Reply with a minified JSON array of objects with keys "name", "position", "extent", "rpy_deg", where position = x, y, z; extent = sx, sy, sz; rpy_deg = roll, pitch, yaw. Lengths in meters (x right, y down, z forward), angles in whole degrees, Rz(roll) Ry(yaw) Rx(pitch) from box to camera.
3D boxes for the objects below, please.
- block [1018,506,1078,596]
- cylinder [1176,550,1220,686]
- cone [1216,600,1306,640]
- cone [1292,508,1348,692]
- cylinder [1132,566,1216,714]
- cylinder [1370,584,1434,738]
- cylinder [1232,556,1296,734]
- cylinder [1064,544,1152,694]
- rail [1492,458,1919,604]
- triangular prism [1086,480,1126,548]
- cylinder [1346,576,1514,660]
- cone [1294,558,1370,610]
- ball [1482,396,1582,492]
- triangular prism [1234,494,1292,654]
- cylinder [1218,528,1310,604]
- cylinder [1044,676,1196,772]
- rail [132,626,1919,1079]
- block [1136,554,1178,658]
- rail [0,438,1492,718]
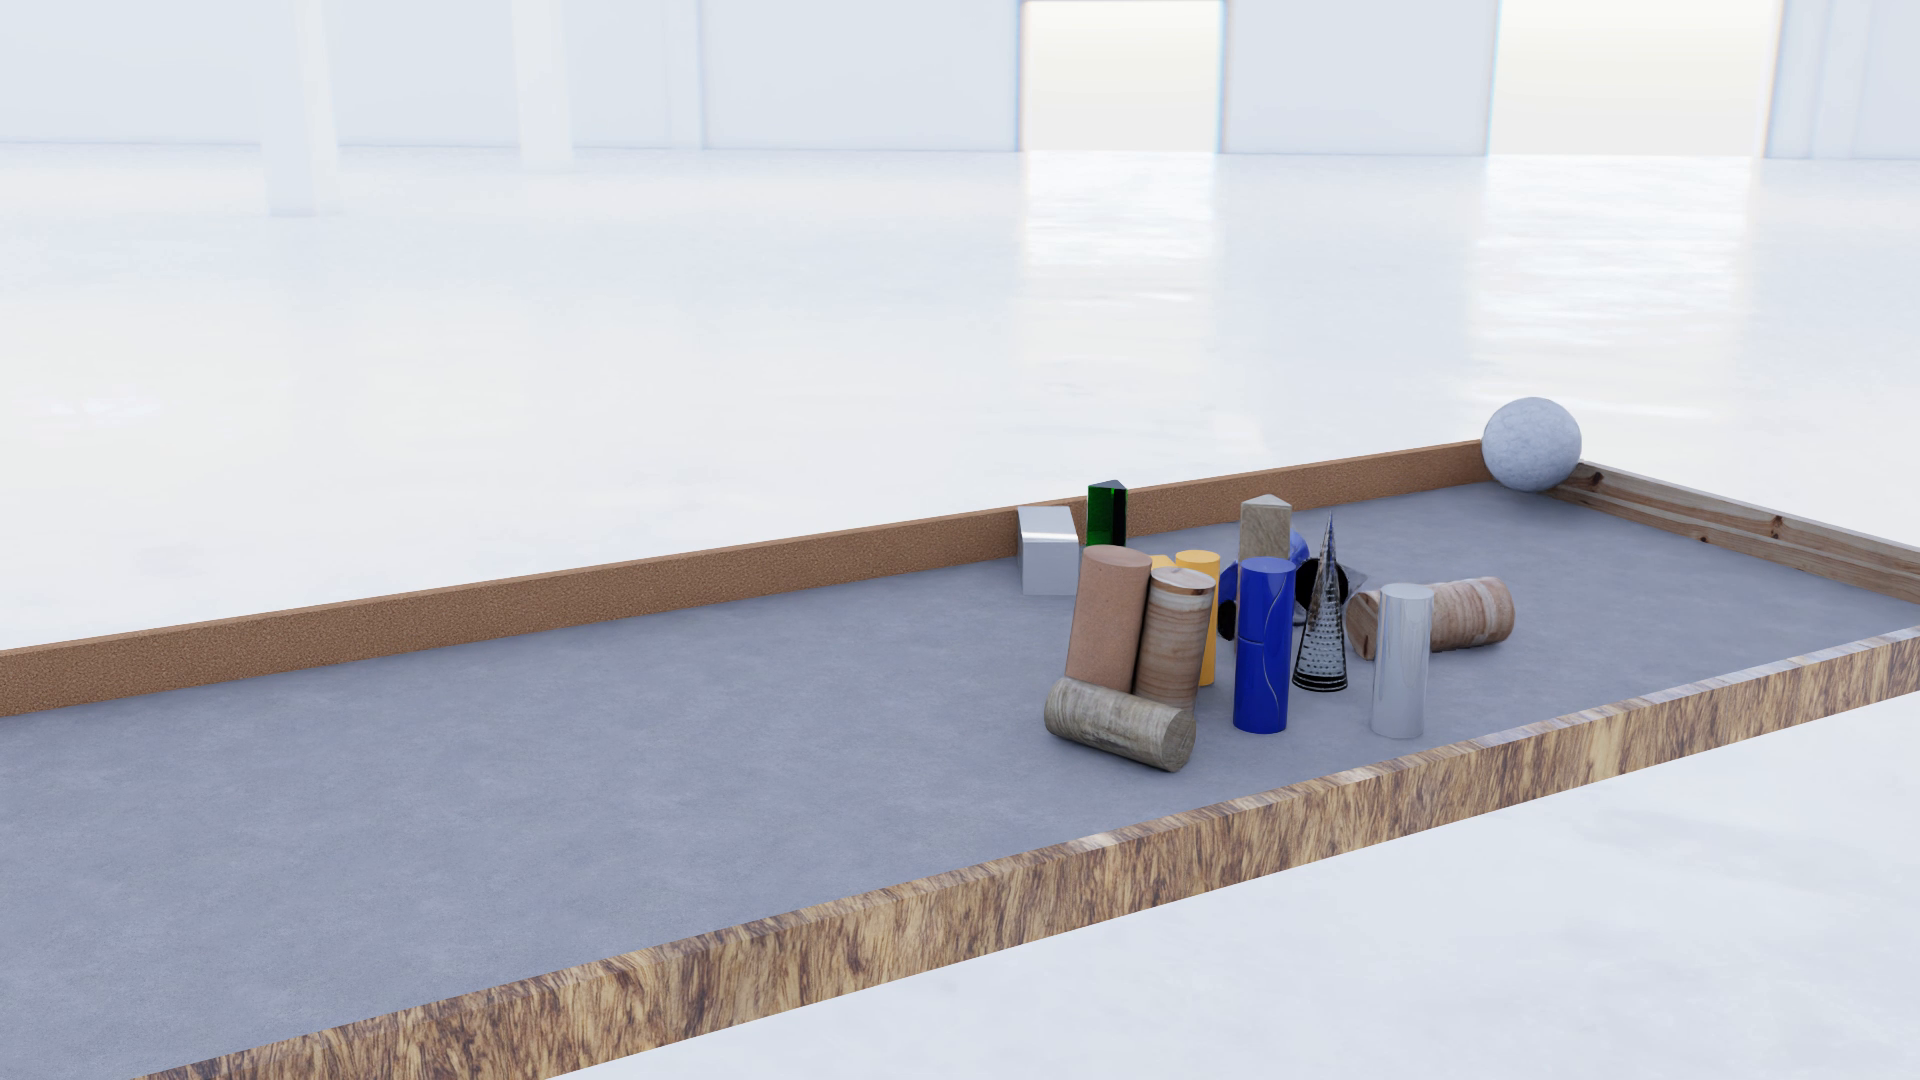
[{"name":"block","position":[0.261,0.028,4.973],"extent":[0.161,0.161,0.395],"rpy_deg":[0,16,0]},{"name":"cylinder","position":[0.588,0.195,4.120],"extent":[0.109,0.322,0.109],"rpy_deg":[0,16,0]},{"name":"cone","position":[0.882,0.218,4.516],"extent":[0.363,0.111,0.111],"rpy_deg":[1,14,-28]},{"name":"cone","position":[0.903,0.138,4.076],"extent":[0.138,0.456,0.138],"rpy_deg":[0,16,0]},{"name":"cylinder","position":[0.498,0.249,3.878],"extent":[0.153,0.340,0.153],"rpy_deg":[6,17,-2]},{"name":"cylinder","position":[1.020,0.278,3.809],"extent":[0.119,0.337,0.119],"rpy_deg":[0,16,0]},{"name":"cylinder","position":[0.706,0.245,3.828],"extent":[0.126,0.392,0.126],"rpy_deg":[0,16,0]},{"name":"cylinder","position":[0.343,0.221,3.885],"extent":[0.163,0.388,0.163],"rpy_deg":[7,17,-2]},{"name":"rail","position":[2.466,-0.048,5.253],"extent":[0.050,0.150,2.100],"rpy_deg":[-9,18,-27]},{"name":"triangular prism","position":[0.441,-0.014,4.843],"extent":[0.116,0.315,0.101],"rpy_deg":[6,17,19]},{"name":"cylinder","position":[1.240,0.204,4.349],"extent":[0.402,0.176,0.176],"rpy_deg":[-6,17,-19]},{"name":"cone","position":[1.127,0.119,4.810],"extent":[0.161,0.161,0.431],"rpy_deg":[10,9,31]},{"name":"ball","position":[1.982,-0.331,5.721],"extent":[0.330,0.330,0.330],"rpy_deg":[0,16,0]},{"name":"triangular prism","position":[0.795,0.091,4.316],"extent":[0.125,0.411,0.108],"rpy_deg":[4,17,14]},{"name":"cylinder","position":[0.871,0.094,4.728],"extent":[0.172,0.172,0.409],"rpy_deg":[7,18,23]},{"name":"cylinder","position":[0.358,0.411,3.710],"extent":[0.320,0.139,0.139],"rpy_deg":[13,21,38]},{"name":"rail","position":[-2.336,1.006,1.665],"extent":[12.000,0.150,0.050],"rpy_deg":[-9,18,-27]},{"name":"block","position":[0.446,0.212,4.098],"extent":[0.178,0.303,0.178],"rpy_deg":[-3,17,-10]},{"name":"rail","position":[-3.305,0.497,3.399],"extent":[12.000,0.150,0.050],"rpy_deg":[-9,18,-27]}]
